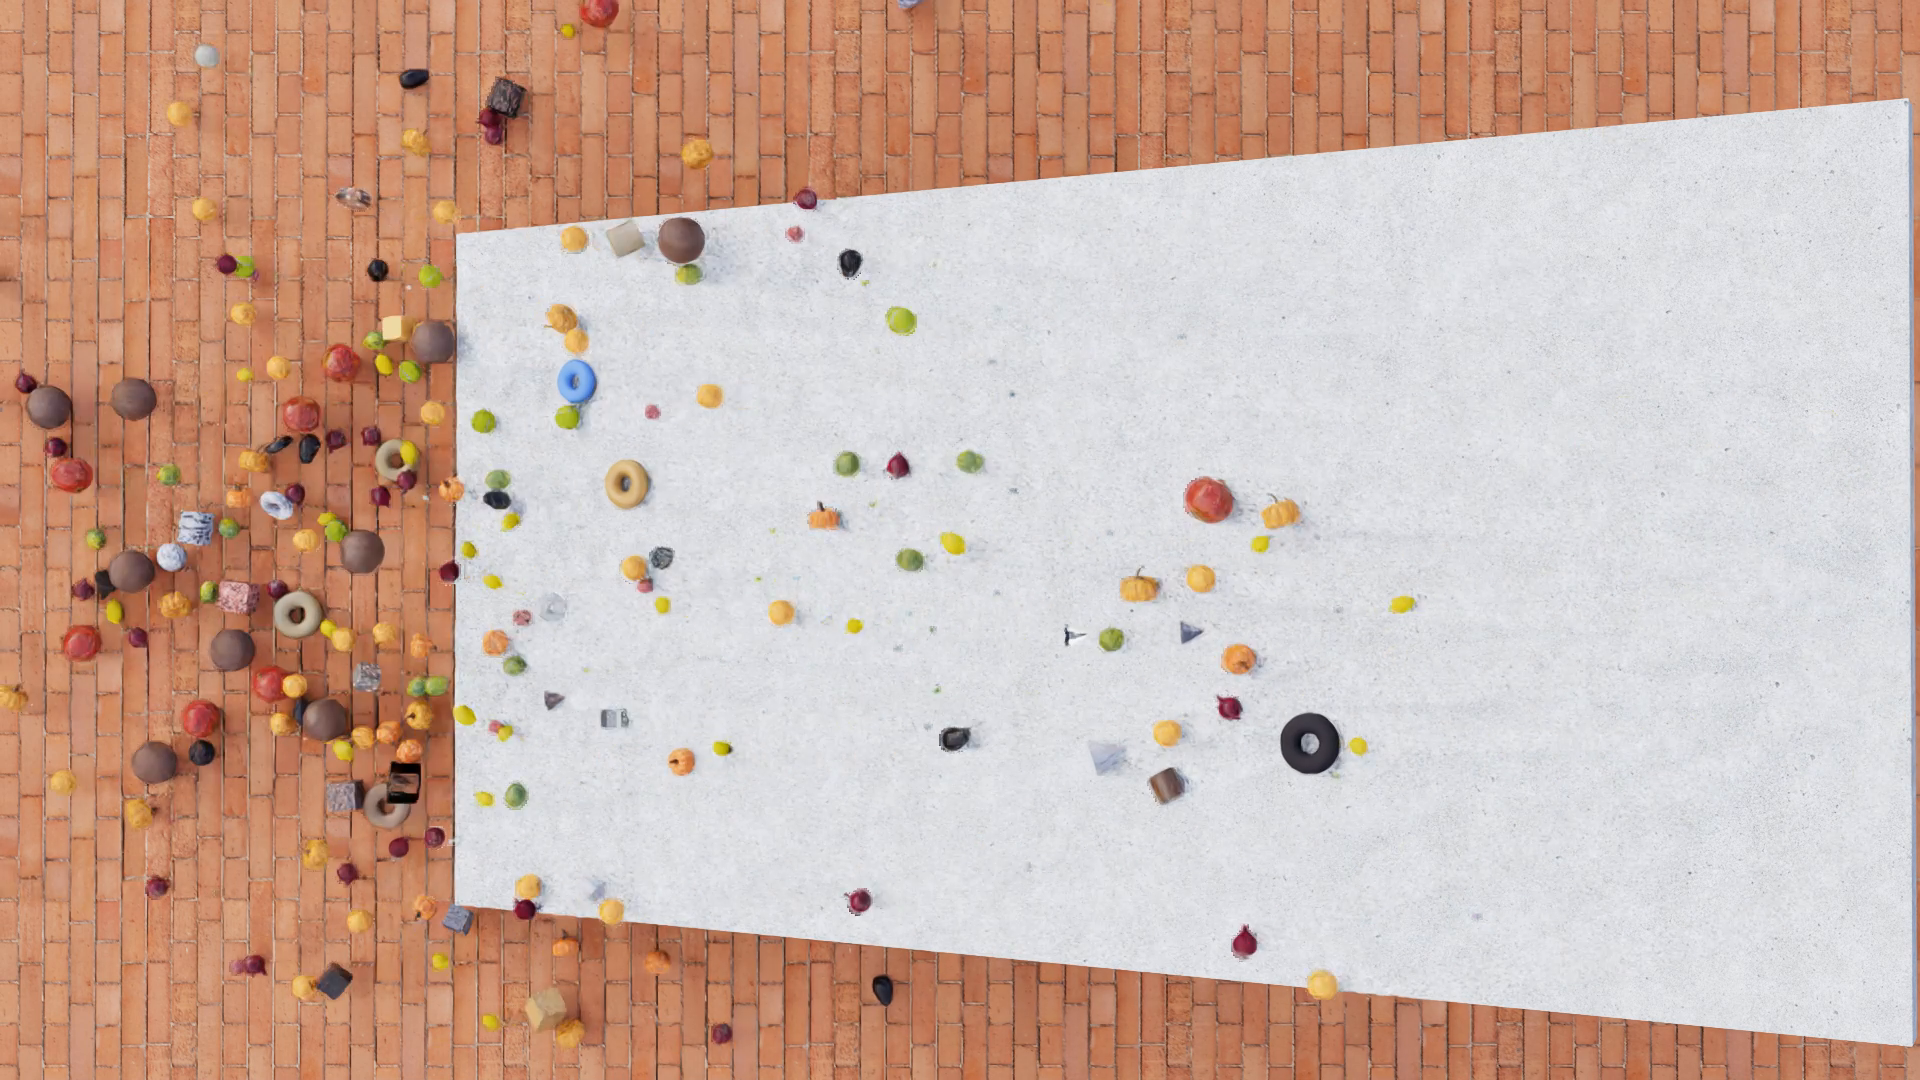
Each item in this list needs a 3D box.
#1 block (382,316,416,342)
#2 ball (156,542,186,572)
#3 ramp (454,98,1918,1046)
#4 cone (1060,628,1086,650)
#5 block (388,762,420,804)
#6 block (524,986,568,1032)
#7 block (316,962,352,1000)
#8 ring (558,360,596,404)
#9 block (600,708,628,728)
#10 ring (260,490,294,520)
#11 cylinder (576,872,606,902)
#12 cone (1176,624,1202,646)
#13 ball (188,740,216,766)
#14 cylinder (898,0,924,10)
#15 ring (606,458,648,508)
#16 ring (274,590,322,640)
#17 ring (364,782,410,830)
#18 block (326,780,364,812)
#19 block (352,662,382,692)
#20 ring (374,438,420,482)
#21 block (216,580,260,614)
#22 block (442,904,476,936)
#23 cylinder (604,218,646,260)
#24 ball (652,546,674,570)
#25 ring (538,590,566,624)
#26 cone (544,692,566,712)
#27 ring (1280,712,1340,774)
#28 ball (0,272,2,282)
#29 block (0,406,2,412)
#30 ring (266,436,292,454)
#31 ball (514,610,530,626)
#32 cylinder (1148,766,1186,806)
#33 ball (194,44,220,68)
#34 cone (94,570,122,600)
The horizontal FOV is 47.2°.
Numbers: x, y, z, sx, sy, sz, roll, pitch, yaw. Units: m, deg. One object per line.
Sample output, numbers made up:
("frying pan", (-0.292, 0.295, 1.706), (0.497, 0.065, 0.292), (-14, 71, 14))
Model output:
("block", (-1.685, -0.635, 6.608), (0.068, 0.068, 0.068), (-3, 88, 23))
("ball", (-2.368, 0.050, 6.604), (0.086, 0.086, 0.086), (0, 89, 0))
("ramp", (0.274, 0.076, 5.642), (4.000, 0.100, 2.000), (0, 89, 29))
("cone", (0.296, 0.241, 5.556), (0.063, 0.063, 0.063), (-18, 89, -25))
("block", (-1.659, 0.726, 6.565), (0.085, 0.085, 0.085), (6, 129, -19))
("block", (-1.235, 1.398, 6.558), (0.083, 0.083, 0.083), (-12, 58, -36))
("block", (-1.866, 1.317, 6.561), (0.071, 0.071, 0.071), (40, 89, -12))
("ring", (-1.103, -0.455, 6.322), (0.126, 0.042, 0.126), (0, 91, 29))
("block", (-0.980, 0.505, 6.237), (0.054, 0.054, 0.054), (-2, 89, 29))
("ring", (-2.052, -0.105, 6.604), (0.106, 0.106, 0.035), (24, 51, 0))
("cylinder", (-1.052, 0.990, 6.264), (0.060, 0.060, 0.060), (38, 89, 27))
("cone", (0.574, 0.225, 5.405), (0.059, 0.059, 0.059), (-20, 89, -25))
("ball", (-2.277, 0.639, 6.602), (0.077, 0.077, 0.077), (0, 89, 0))
("cylinder", (-0.152, -1.654, 6.612), (0.094, 0.094, 0.094), (-23, 89, 4))
("ring", (-0.945, -0.159, 6.228), (0.142, 0.047, 0.142), (1, 91, 29))
("ring", (-1.994, 0.225, 6.621), (0.149, 0.050, 0.149), (0, 88, 0))
("ring", (-1.723, 0.798, 6.616), (0.144, 0.048, 0.144), (0, 90, -1))
("block", (-1.843, 0.766, 6.596), (0.083, 0.083, 0.083), (-3, 89, 4))
("block", (-1.777, 0.411, 6.588), (0.061, 0.061, 0.061), (10, 132, -33))
("ring", (-1.694, -0.239, 6.625), (0.135, 0.045, 0.135), (0, 93, -6))
("block", (-2.165, 0.171, 6.599), (0.088, 0.088, 0.088), (7, 89, 3))
("block", (-1.496, 1.133, 6.564), (0.065, 0.065, 0.065), (18, 68, 8))
("cylinder", (-0.941, -0.845, 6.179), (0.085, 0.085, 0.085), (-29, 89, -4))
("ball", (-0.834, 0.050, 6.157), (0.062, 0.062, 0.062), (0, 89, 0))
("ring", (-1.180, 0.194, 6.363), (0.095, 0.032, 0.095), (0, 91, 29))
("cone", (-1.165, 0.459, 6.354), (0.060, 0.060, 0.060), (-16, 89, 1))
("ring", (0.835, 0.485, 5.246), (0.148, 0.049, 0.148), (-1, 88, 30))
("ball", (-2.931, -0.792, 6.608), (0.096, 0.096, 0.096), (0, 89, 0))
("block", (-2.908, -0.375, 6.549), (0.065, 0.065, 0.065), (36, 116, -8))
("ring", (-2.045, -0.285, 6.601), (0.086, 0.086, 0.029), (-29, 104, 0))
("ball", (-1.276, 0.226, 6.404), (0.050, 0.050, 0.050), (0, 89, 0))
("cylinder", (0.510, 0.605, 5.409), (0.071, 0.071, 0.071), (-27, 76, 0))
("ball", (-2.269, -1.459, 6.628), (0.070, 0.070, 0.070), (0, 89, 0))
("cone", (-2.575, 0.149, 6.628), (0.082, 0.082, 0.082), (27, 116, 0))
